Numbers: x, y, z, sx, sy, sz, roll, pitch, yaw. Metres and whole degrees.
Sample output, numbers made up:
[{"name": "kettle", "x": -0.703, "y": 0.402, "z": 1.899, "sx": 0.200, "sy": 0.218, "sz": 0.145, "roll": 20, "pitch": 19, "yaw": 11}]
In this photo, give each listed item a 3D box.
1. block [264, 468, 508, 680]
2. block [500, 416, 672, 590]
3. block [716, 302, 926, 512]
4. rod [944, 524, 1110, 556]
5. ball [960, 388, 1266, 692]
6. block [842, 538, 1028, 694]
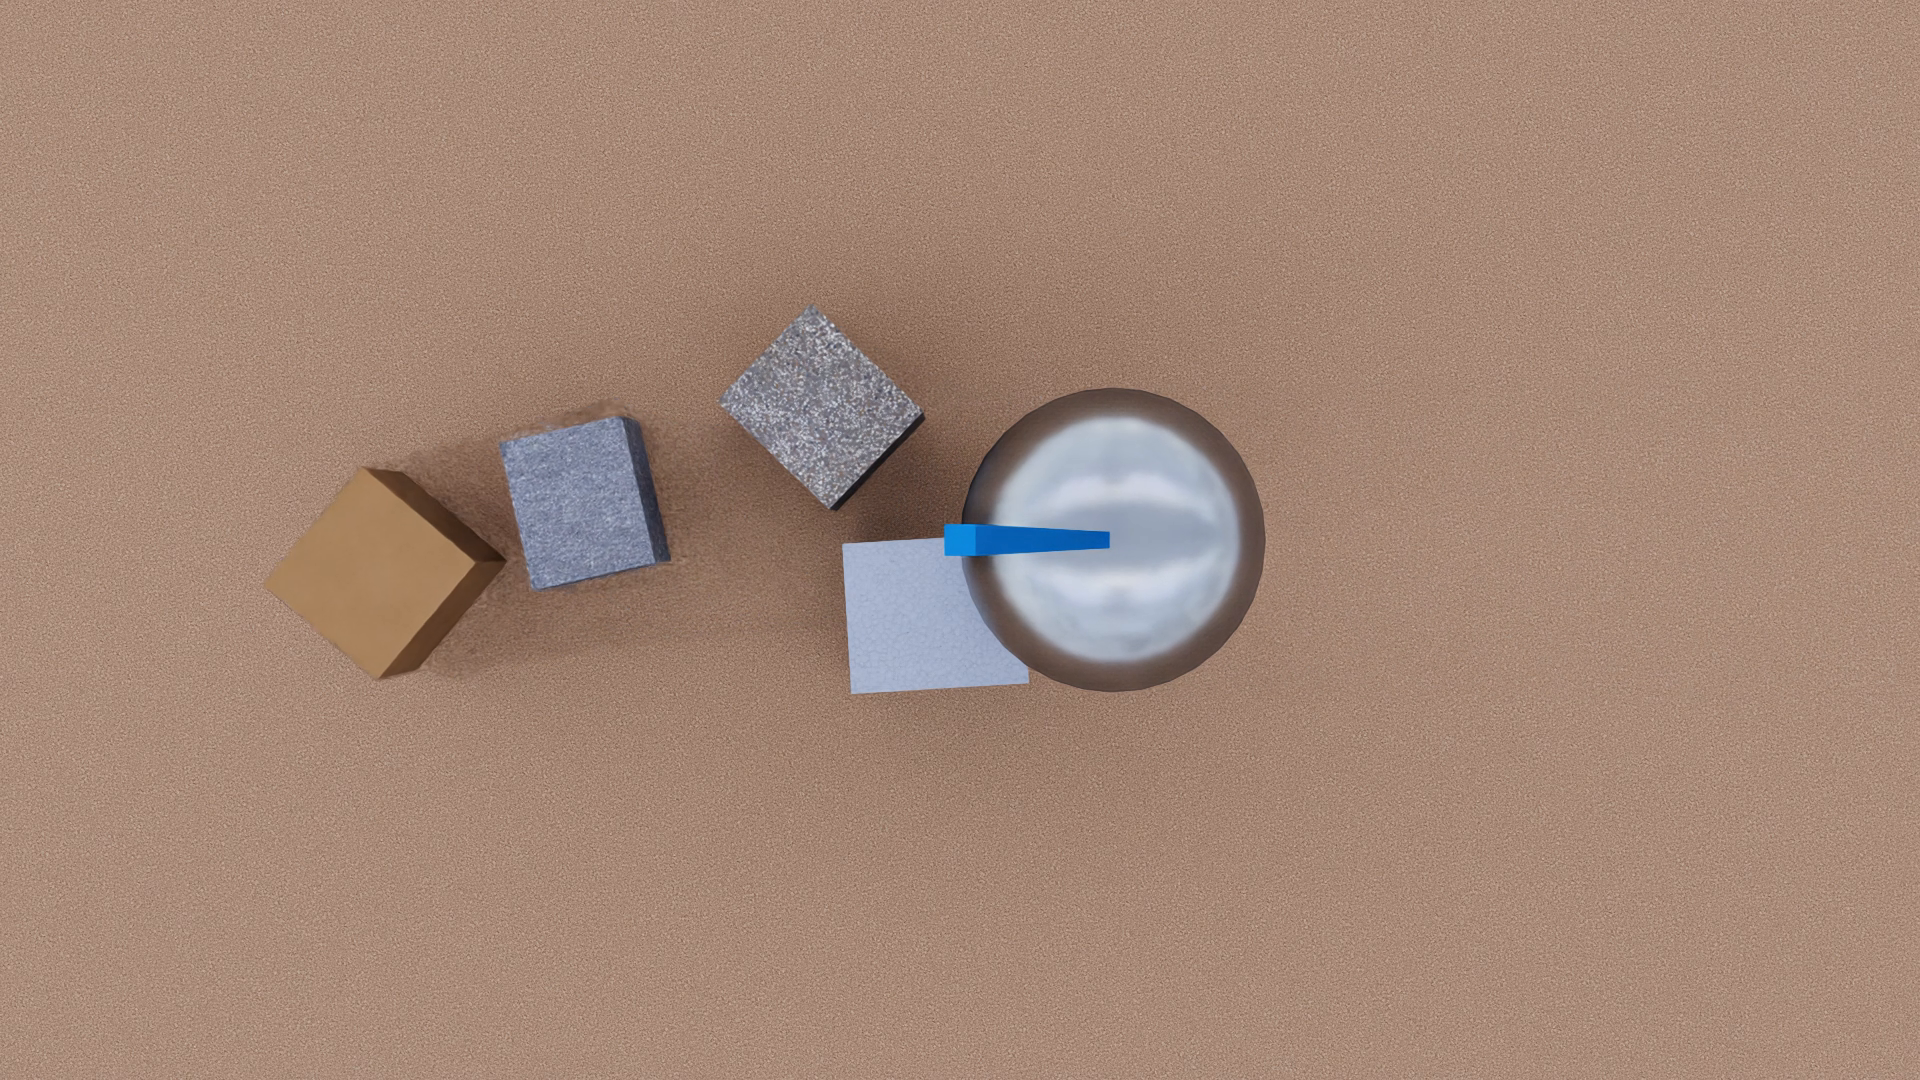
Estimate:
[{"name": "block", "x": -3.253, "y": 0.183, "z": 12.561, "sx": 0.819, "sy": 0.879, "sz": 0.841, "roll": 40, "pitch": 90, "yaw": 0}, {"name": "block", "x": -2.142, "y": -0.209, "z": 12.645, "sx": 0.701, "sy": 0.706, "sz": 0.844, "roll": -13, "pitch": 90, "yaw": 0}, {"name": "block", "x": -0.777, "y": -0.743, "z": 12.595, "sx": 0.866, "sy": 0.811, "sz": 0.755, "roll": 44, "pitch": 90, "yaw": 0}, {"name": "rod", "x": 0.345, "y": 0.000, "z": 8.157, "sx": 0.080, "sy": 5.200, "sz": 0.080, "roll": 0, "pitch": 90, "yaw": 8}, {"name": "ball", "x": 0.796, "y": 0.000, "z": 11.527, "sx": 1.600, "sy": 1.600, "sz": 1.600, "roll": 0, "pitch": 90, "yaw": 0}, {"name": "block", "x": -0.135, "y": 0.407, "z": 12.590, "sx": 0.986, "sy": 0.820, "sz": 0.833, "roll": -3, "pitch": 90, "yaw": 0}]
